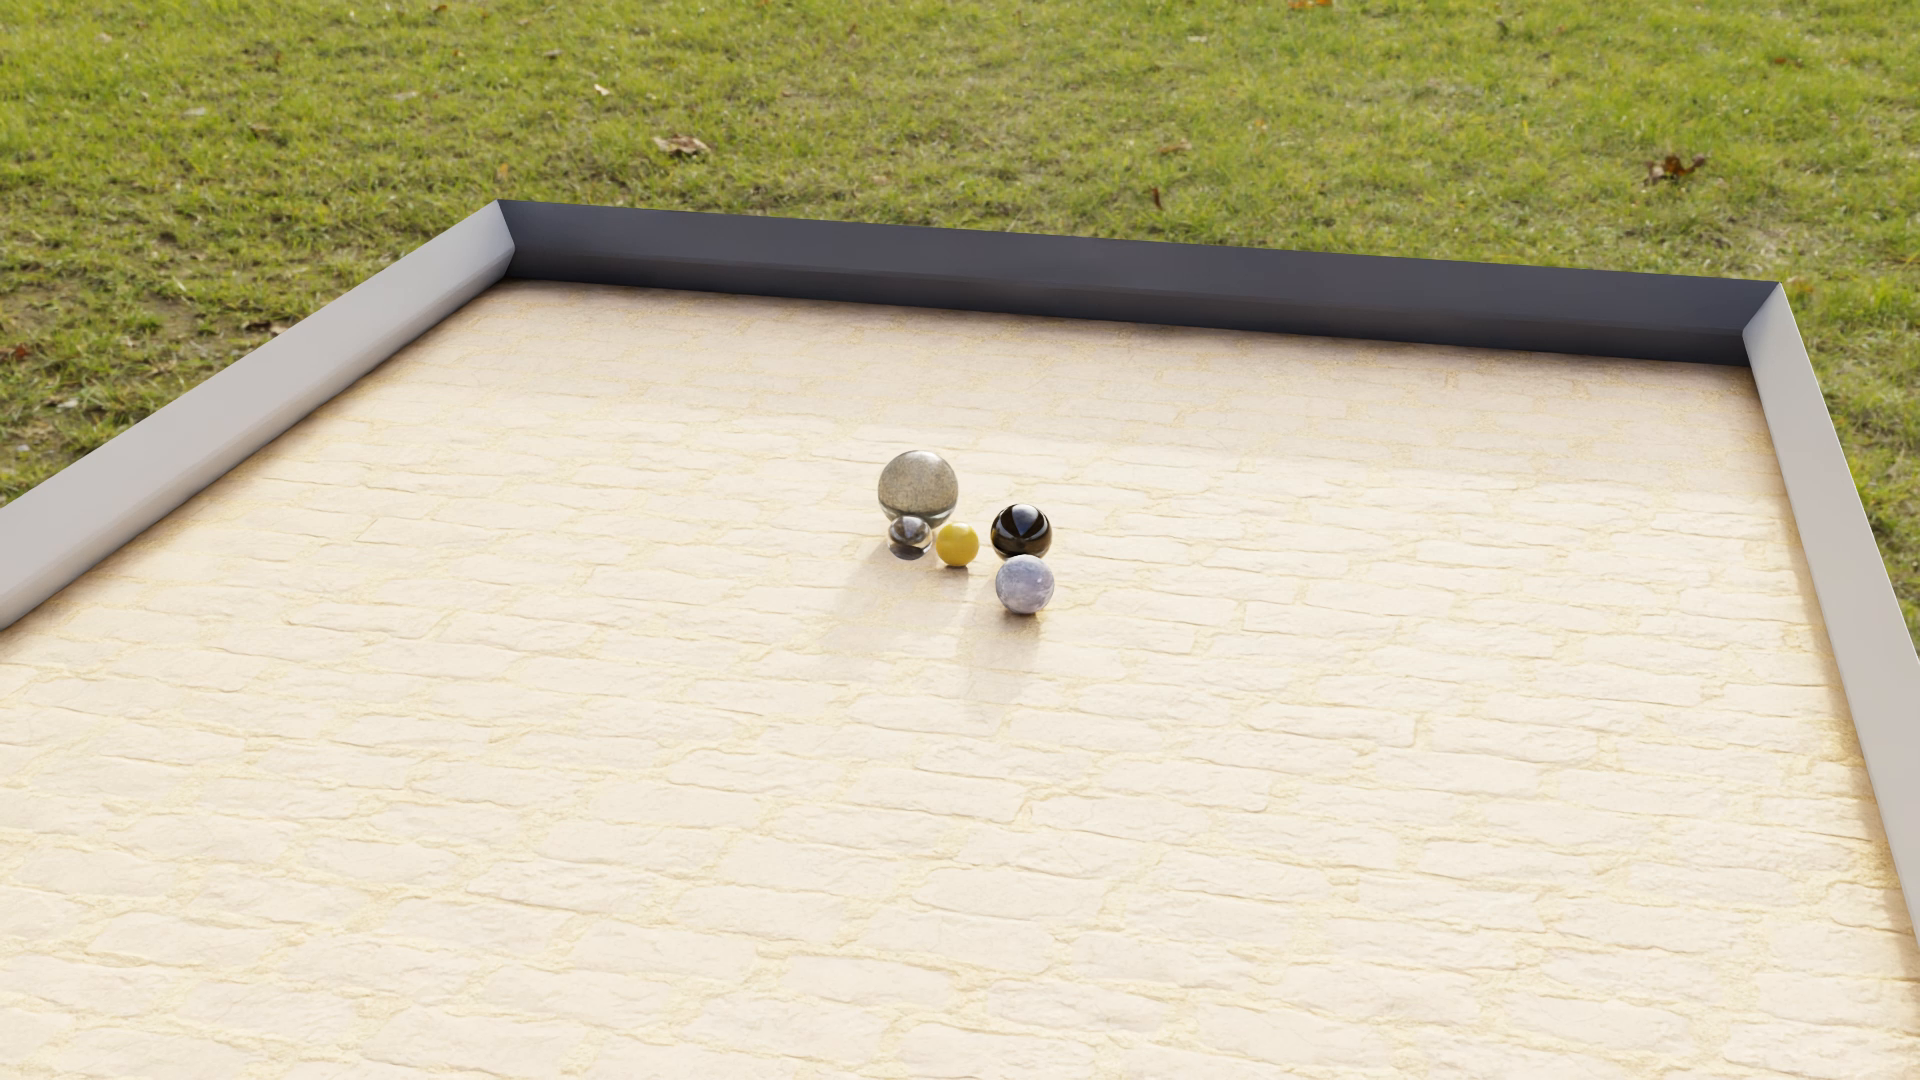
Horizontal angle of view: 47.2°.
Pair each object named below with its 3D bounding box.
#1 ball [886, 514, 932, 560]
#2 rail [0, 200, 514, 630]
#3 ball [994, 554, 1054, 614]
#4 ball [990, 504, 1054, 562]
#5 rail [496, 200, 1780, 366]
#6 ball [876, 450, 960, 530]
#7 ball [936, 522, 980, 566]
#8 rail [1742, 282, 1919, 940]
[{"bbox_3d":[-0.056,-0.003,2.422,0.051,0.051,0.051,0,24,0],"label":"ball"},{"bbox_3d":[-1.083,0.241,1.786,0.045,0.121,3.543,5,25,12],"label":"rail"},{"bbox_3d":[0.068,0.047,2.298,0.062,0.062,0.062,0,24,0],"label":"ball"},{"bbox_3d":[0.067,-0.005,2.406,0.069,0.069,0.069,0,24,0],"label":"ball"},{"bbox_3d":[0.195,-0.368,3.155,1.860,0.121,0.045,5,25,12],"label":"rail"},{"bbox_3d":[-0.047,-0.055,2.489,0.093,0.093,0.093,0,24,0],"label":"ball"},{"bbox_3d":[-0.003,0.005,2.408,0.049,0.049,0.049,0,24,0],"label":"ball"},{"bbox_3d":[0.683,0.407,1.412,0.045,0.121,3.543,5,25,12],"label":"rail"}]
